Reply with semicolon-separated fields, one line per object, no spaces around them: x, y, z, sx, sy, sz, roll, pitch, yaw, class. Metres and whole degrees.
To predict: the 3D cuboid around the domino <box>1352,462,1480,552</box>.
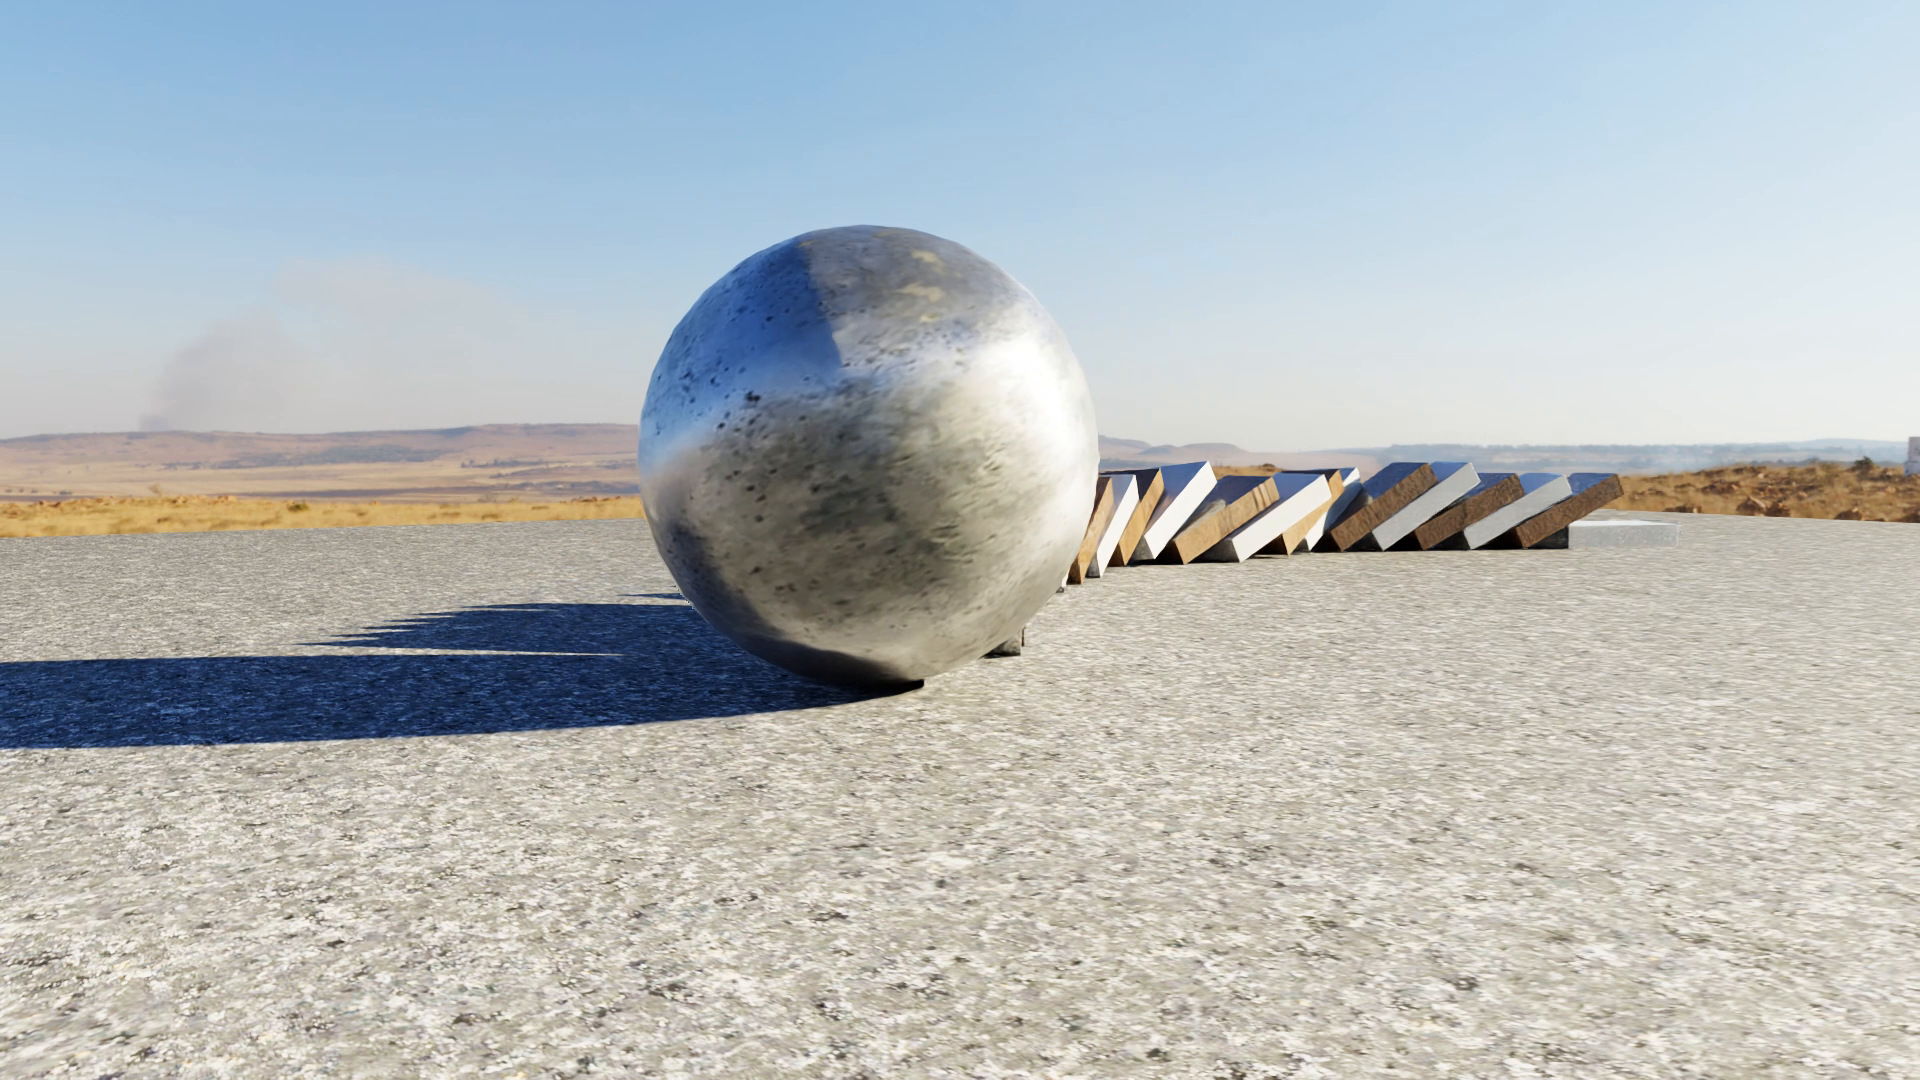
0.182;-0.014;0.520;0.050;0.010;0.025;-34;10;-8;domino

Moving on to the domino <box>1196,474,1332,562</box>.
0.112;-0.009;0.479;0.050;0.010;0.025;-32;19;-24;domino

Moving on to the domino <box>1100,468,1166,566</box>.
0.053;-0.008;0.450;0.025;0.010;0.050;-2;31;29;domino

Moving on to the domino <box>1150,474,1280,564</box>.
0.090;-0.008;0.471;0.050;0.010;0.025;-31;18;-24;domino

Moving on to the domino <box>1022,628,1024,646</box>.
0.002;-0.001;0.281;0.025;0.050;0.010;0;-33;4;domino

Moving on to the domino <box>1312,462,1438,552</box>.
0.165;-0.014;0.517;0.050;0.010;0.025;-34;10;-9;domino

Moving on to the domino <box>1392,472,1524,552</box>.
0.201;-0.012;0.524;0.050;0.010;0.025;-27;9;-9;domino

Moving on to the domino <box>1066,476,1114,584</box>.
0.032;-0.004;0.410;0.025;0.009;0.050;1;32;19;domino

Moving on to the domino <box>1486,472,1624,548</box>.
0.244;-0.013;0.531;0.050;0.010;0.025;-27;8;-8;domino

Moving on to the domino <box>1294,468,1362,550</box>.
0.139;-0.013;0.517;0.025;0.010;0.050;-1;30;45;domino

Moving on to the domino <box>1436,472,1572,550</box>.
0.222;-0.012;0.528;0.050;0.010;0.025;-27;9;-8;domino

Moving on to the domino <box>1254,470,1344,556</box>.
0.127;-0.011;0.499;0.025;0.009;0.050;1;31;44;domino

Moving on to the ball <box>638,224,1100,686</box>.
-0.016;-0.014;0.226;0.080;0.080;0.080;0;4;0;ball

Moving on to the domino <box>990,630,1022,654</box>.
0.001;0.000;0.270;0.025;0.050;0.009;0;-33;4;domino

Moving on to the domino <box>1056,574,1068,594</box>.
0.022;-0.002;0.388;0.025;0.010;0.050;1;31;13;domino

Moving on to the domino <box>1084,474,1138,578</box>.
0.041;-0.006;0.429;0.025;0.010;0.050;2;32;23;domino

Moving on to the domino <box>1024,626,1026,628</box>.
0.003;-0.003;0.305;0.025;0.050;0.009;0;-33;4;domino

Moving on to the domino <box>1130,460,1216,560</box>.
0.070;-0.011;0.467;0.025;0.009;0.050;-5;31;44;domino

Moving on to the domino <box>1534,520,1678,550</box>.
0.268;-0.002;0.535;0.050;0.010;0.025;-1;4;-10;domino
